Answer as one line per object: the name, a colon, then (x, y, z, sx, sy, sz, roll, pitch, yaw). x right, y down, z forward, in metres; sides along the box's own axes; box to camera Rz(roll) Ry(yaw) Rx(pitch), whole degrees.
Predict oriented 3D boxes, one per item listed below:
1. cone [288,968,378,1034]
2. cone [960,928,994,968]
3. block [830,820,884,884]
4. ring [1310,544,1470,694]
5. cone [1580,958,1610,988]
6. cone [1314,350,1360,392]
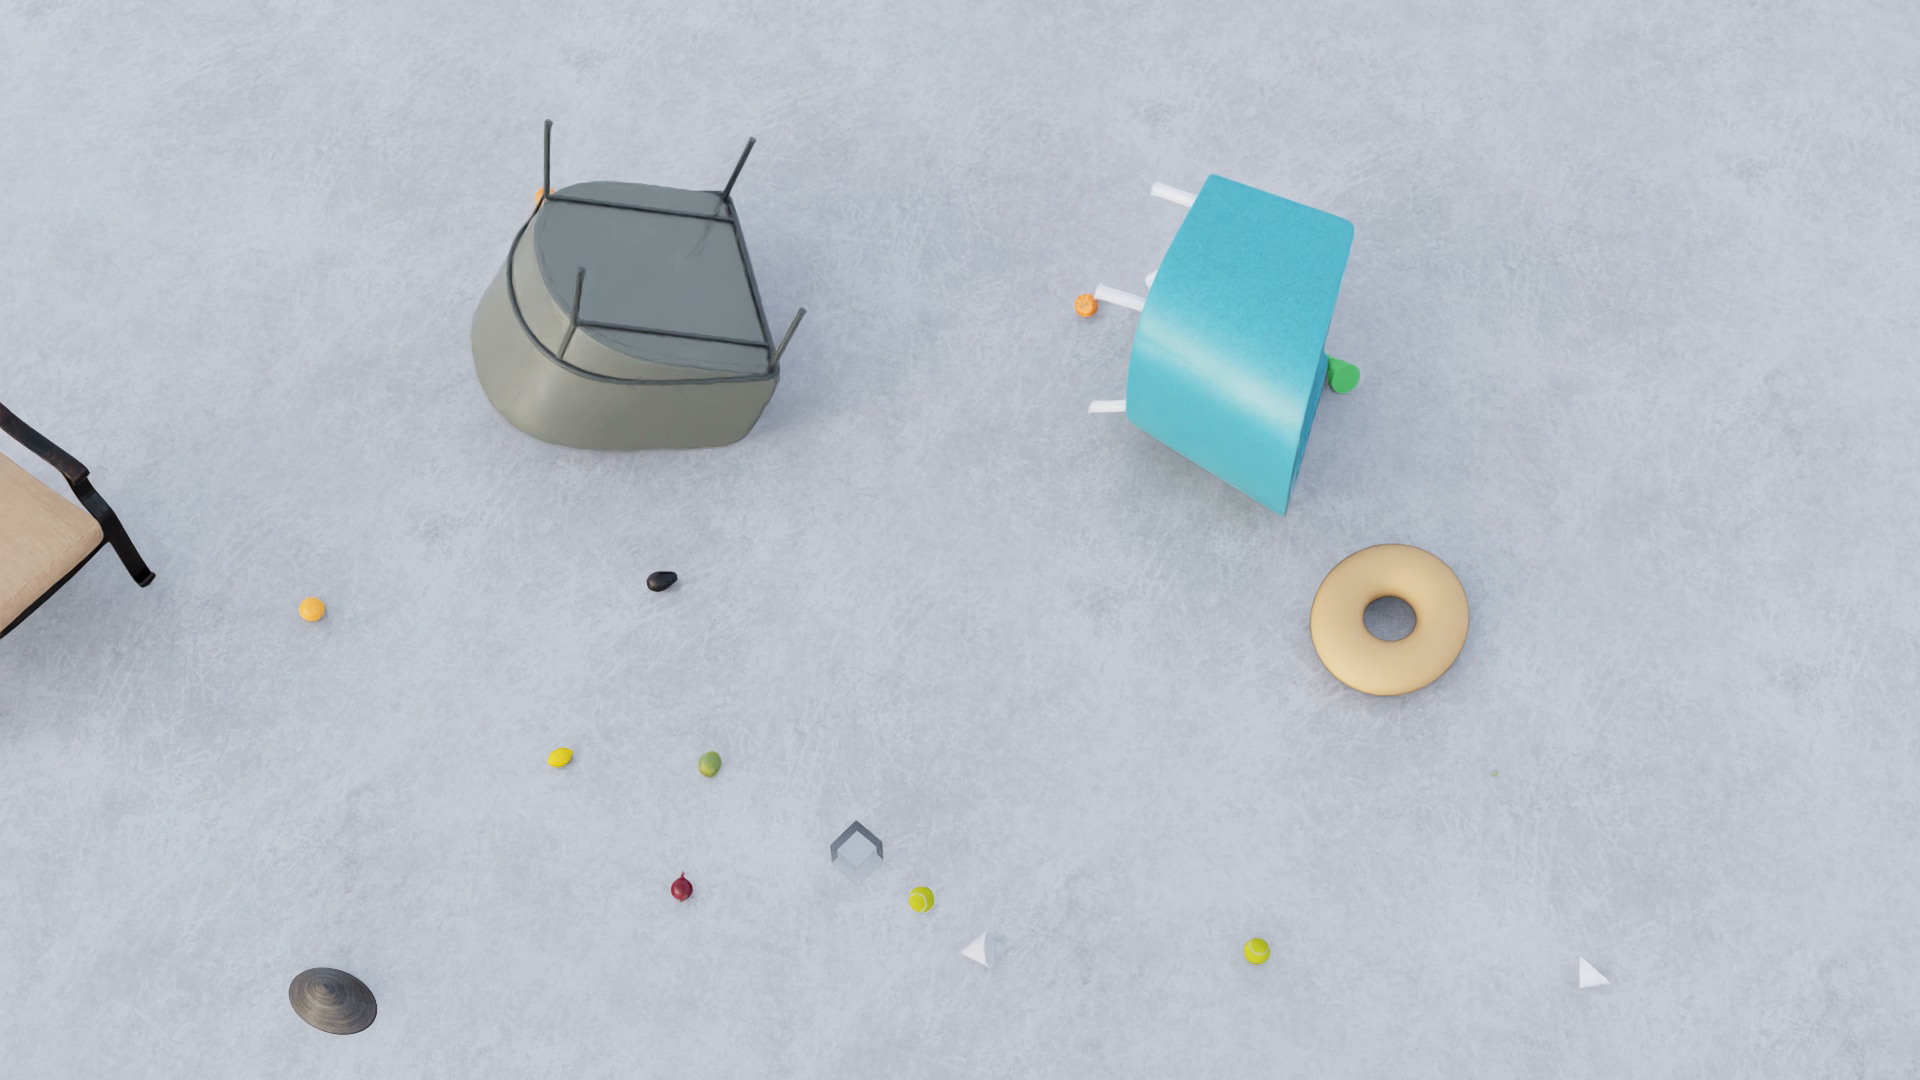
cone: (-1.644, 1.176, 5.716, 0.258, 0.114, 0.164, 23, 59, 15)
cone: (0.038, 1.086, 5.825, 0.087, 0.072, 0.107, -11, 51, 20)
block: (-0.278, 0.844, 5.941, 0.097, 0.110, 0.101, 37, 64, 22)
ring: (1.240, 0.226, 6.345, 0.443, 0.129, 0.514, 28, 61, 16)
cone: (1.650, 1.156, 5.782, 0.065, 0.058, 0.107, -48, 57, 0)
cone: (1.164, -0.553, 6.915, 0.112, 0.098, 0.181, 16, 24, -39)
